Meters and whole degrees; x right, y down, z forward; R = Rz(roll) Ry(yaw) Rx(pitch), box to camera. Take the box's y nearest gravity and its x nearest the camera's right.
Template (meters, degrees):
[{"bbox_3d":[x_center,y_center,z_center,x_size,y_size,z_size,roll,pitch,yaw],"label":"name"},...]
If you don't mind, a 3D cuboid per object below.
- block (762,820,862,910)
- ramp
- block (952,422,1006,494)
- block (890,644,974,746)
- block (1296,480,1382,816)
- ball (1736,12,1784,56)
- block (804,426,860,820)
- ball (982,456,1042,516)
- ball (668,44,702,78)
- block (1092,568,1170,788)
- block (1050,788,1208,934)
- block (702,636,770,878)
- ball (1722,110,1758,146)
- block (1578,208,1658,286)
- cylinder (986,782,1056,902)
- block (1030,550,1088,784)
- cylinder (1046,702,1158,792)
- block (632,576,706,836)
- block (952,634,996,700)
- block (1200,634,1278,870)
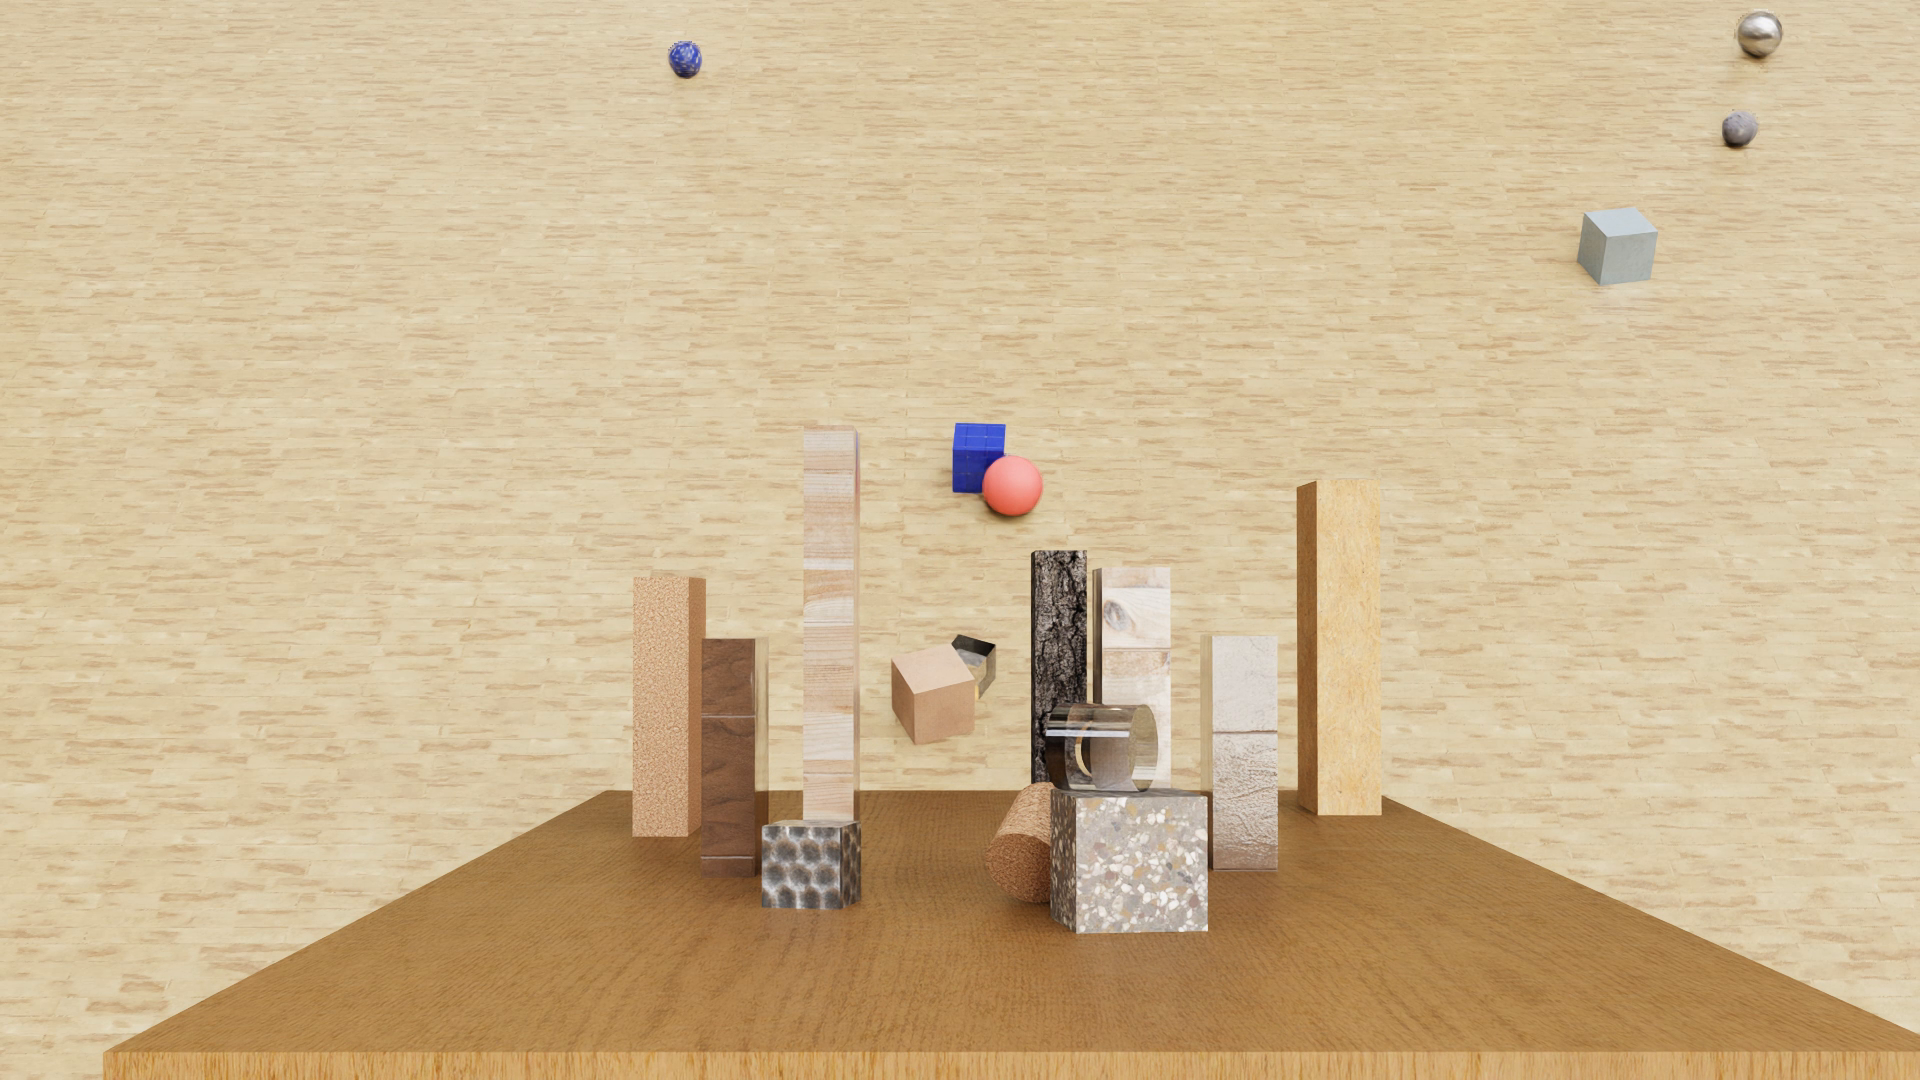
[{"bbox_3d":[-0.239,0.523,4.196,0.130,0.130,0.130,0,-2,13],"label":"block"},{"bbox_3d":[0.075,0.653,4.797,2.000,0.100,4.000,0,-1,0],"label":"ramp"},{"bbox_3d":[0.061,-0.256,8.147,0.159,0.159,0.159,2,34,3],"label":"block"},{"bbox_3d":[-0.074,0.423,7.128,0.176,0.176,0.176,-13,36,-18],"label":"block"},{"bbox_3d":[0.898,0.252,6.170,0.146,0.772,0.360,0,-1,0],"label":"block"},{"bbox_3d":[3.351,-2.119,10.872,0.187,0.187,0.187,0,34,0],"label":"ball"},{"bbox_3d":[-0.217,0.204,4.415,0.083,0.780,0.282,0,-1,0],"label":"block"},{"bbox_3d":[0.161,-0.167,7.992,0.185,0.185,0.185,0,34,0],"label":"ball"},{"bbox_3d":[-1.132,-1.978,10.707,0.140,0.140,0.140,0,34,0],"label":"ball"},{"bbox_3d":[0.275,0.317,4.194,0.106,0.541,0.296,0,-1,0],"label":"block"},{"bbox_3d":[0.253,0.482,3.929,0.198,0.198,0.198,0,-1,-9],"label":"block"},{"bbox_3d":[-0.412,0.391,4.778,0.095,0.424,0.335,0,-1,0],"label":"block"},{"bbox_3d":[3.053,-1.611,10.166,0.139,0.139,0.139,0,34,0],"label":"ball"},{"bbox_3d":[2.352,-1.052,9.290,0.195,0.195,0.195,-7,35,-11],"label":"block"},{"bbox_3d":[0.131,0.493,4.233,0.140,0.140,0.140,12,35,17],"label":"cylinder"},{"bbox_3d":[0.169,0.308,4.474,0.086,0.575,0.277,0,-1,0],"label":"block"},{"bbox_3d":[0.218,0.317,3.974,0.134,0.134,0.134,-1,32,24],"label":"cylinder"},{"bbox_3d":[-0.627,0.353,5.620,0.116,0.543,0.373,0,-1,0],"label":"block"},{"bbox_3d":[0.024,0.357,7.279,0.117,0.117,0.117,15,37,21],"label":"block"},{"bbox_3d":[0.519,0.391,4.843,0.118,0.426,0.244,0,-1,0],"label":"block"}]
